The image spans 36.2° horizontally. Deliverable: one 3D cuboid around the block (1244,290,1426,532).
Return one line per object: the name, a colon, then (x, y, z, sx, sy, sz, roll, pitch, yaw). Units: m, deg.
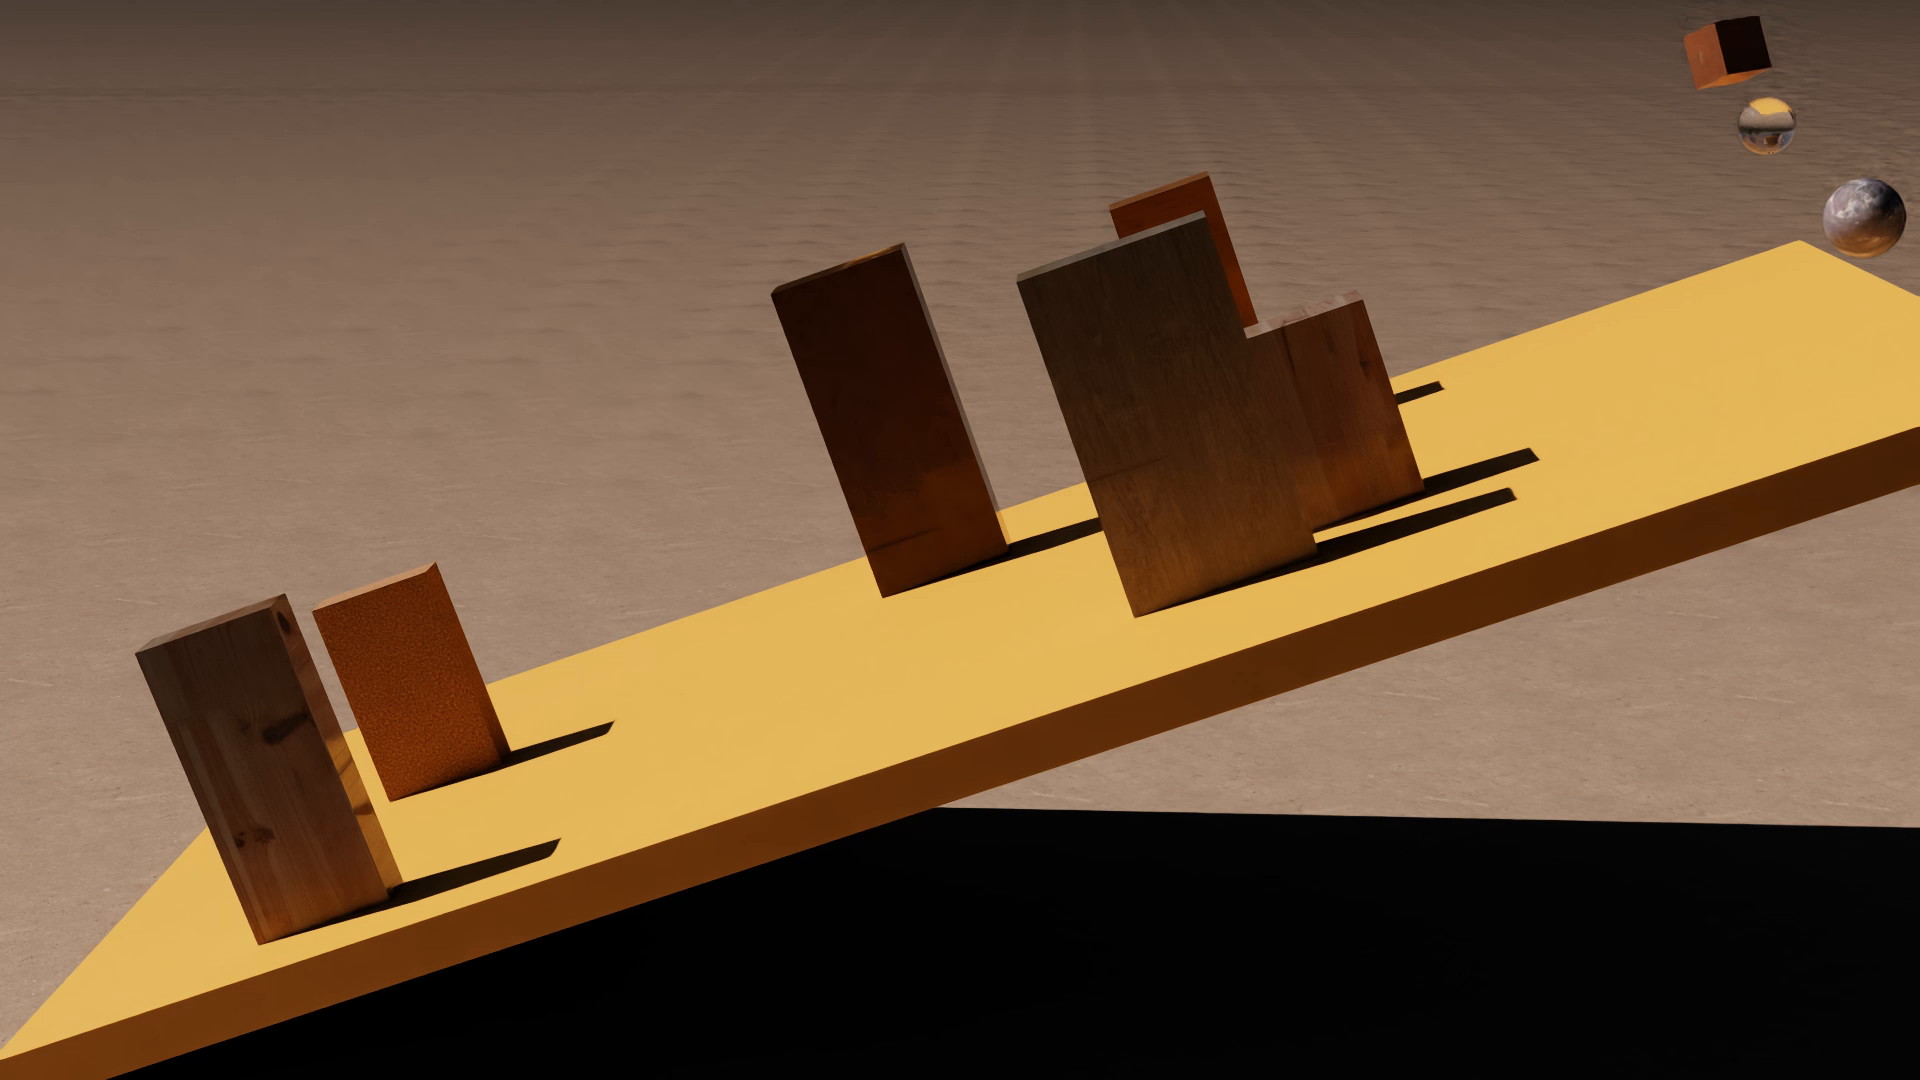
block: (0.700, -0.243, 5.959, 0.363, 0.416, 0.141, -19, 11, 6)

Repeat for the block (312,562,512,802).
block: (-1.207, 0.313, 6.486, 0.269, 0.460, 0.106, -19, 11, 6)

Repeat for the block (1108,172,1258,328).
block: (0.571, -0.519, 6.929, 0.243, 0.642, 0.126, -19, 11, 6)

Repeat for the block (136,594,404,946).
block: (-1.324, 0.442, 5.658, 0.278, 0.616, 0.113, -19, 11, 6)

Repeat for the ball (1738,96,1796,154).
ball: (1.584, -0.813, 5.774, 0.113, 0.113, 0.113, 0, 12, 0)

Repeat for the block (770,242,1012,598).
block: (-0.153, -0.273, 6.735, 0.312, 0.743, 0.135, -19, 11, 6)

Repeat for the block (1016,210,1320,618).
block: (0.406, -0.243, 5.729, 0.381, 0.700, 0.121, -19, 11, 6)

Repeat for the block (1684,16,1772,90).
block: (1.606, -1.020, 6.155, 0.113, 0.113, 0.113, -12, -4, -21)

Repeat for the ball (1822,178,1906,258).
ball: (1.739, -0.619, 5.655, 0.154, 0.154, 0.154, 0, 12, 0)

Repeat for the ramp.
ramp: (0.111, 0.179, 6.301, 4.000, 0.100, 2.000, -19, 11, 6)
